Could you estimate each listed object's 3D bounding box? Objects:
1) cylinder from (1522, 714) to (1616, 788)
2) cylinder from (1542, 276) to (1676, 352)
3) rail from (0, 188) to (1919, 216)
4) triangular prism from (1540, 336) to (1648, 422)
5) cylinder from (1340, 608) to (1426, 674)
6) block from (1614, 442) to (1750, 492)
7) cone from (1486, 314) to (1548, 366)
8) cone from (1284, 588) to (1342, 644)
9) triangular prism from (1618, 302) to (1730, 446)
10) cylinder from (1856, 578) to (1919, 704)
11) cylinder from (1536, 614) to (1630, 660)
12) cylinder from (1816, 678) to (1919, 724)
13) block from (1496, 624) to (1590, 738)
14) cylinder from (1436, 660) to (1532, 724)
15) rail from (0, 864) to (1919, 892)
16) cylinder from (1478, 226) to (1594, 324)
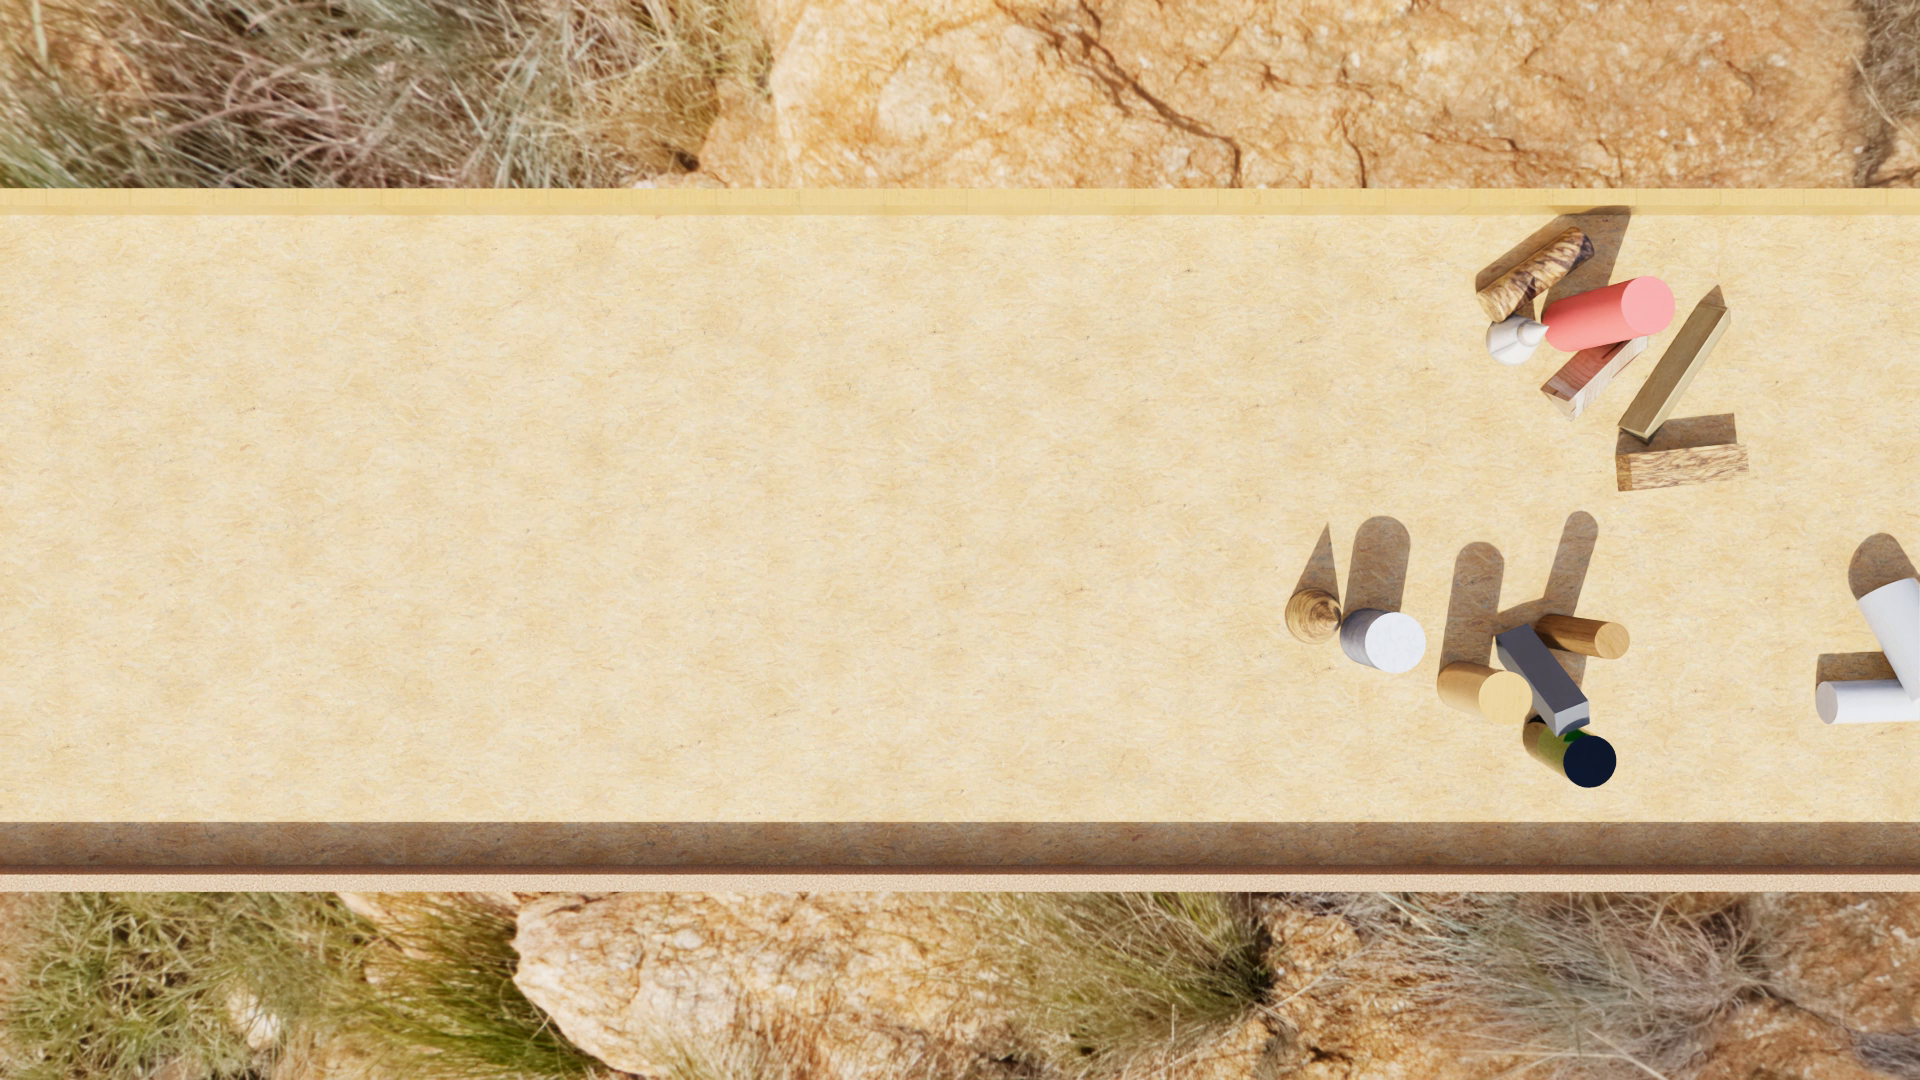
[{"bbox_3d":[1.808,0.622,4.904,0.155,0.333,0.155,0,95,-1],"label":"cylinder"},{"bbox_3d":[1.900,-0.660,4.850,0.166,0.431,0.166,0,90,-10],"label":"cylinder"},{"bbox_3d":[-2.247,-1.025,5.002,12.000,0.150,0.050,0,90,0],"label":"rail"},{"bbox_3d":[1.950,-0.527,5.015,0.329,0.117,0.135,-44,90,0],"label":"triangular prism"},{"bbox_3d":[1.255,0.297,4.916,0.175,0.321,0.175,0,90,0],"label":"cylinder"},{"bbox_3d":[2.197,-0.221,5.021,0.355,0.111,0.111,-6,90,0],"label":"block"},{"bbox_3d":[1.699,-0.616,4.916,0.162,0.321,0.162,0,90,0],"label":"cone"},{"bbox_3d":[1.087,0.234,4.910,0.177,0.333,0.177,0,90,0],"label":"cone"},{"bbox_3d":[2.196,-0.510,5.025,0.112,0.097,0.456,34,90,0],"label":"triangular prism"},{"bbox_3d":[2.851,0.302,4.928,0.176,0.176,0.335,-17,66,0],"label":"cylinder"},{"bbox_3d":[1.842,0.284,4.891,0.107,0.361,0.107,0,91,-7],"label":"cylinder"},{"bbox_3d":[2.841,0.487,5.011,0.417,0.131,0.131,-2,90,0],"label":"cylinder"},{"bbox_3d":[1.732,0.414,4.908,0.105,0.351,0.105,-21,130,0],"label":"block"},{"bbox_3d":[1.543,0.447,4.870,0.152,0.413,0.152,0,90,0],"label":"cylinder"},{"bbox_3d":[-2.247,1.025,5.001,12.000,0.150,0.050,0,90,0],"label":"rail"},{"bbox_3d":[1.752,-0.807,5.020,0.345,0.113,0.113,-35,90,0],"label":"cylinder"}]
